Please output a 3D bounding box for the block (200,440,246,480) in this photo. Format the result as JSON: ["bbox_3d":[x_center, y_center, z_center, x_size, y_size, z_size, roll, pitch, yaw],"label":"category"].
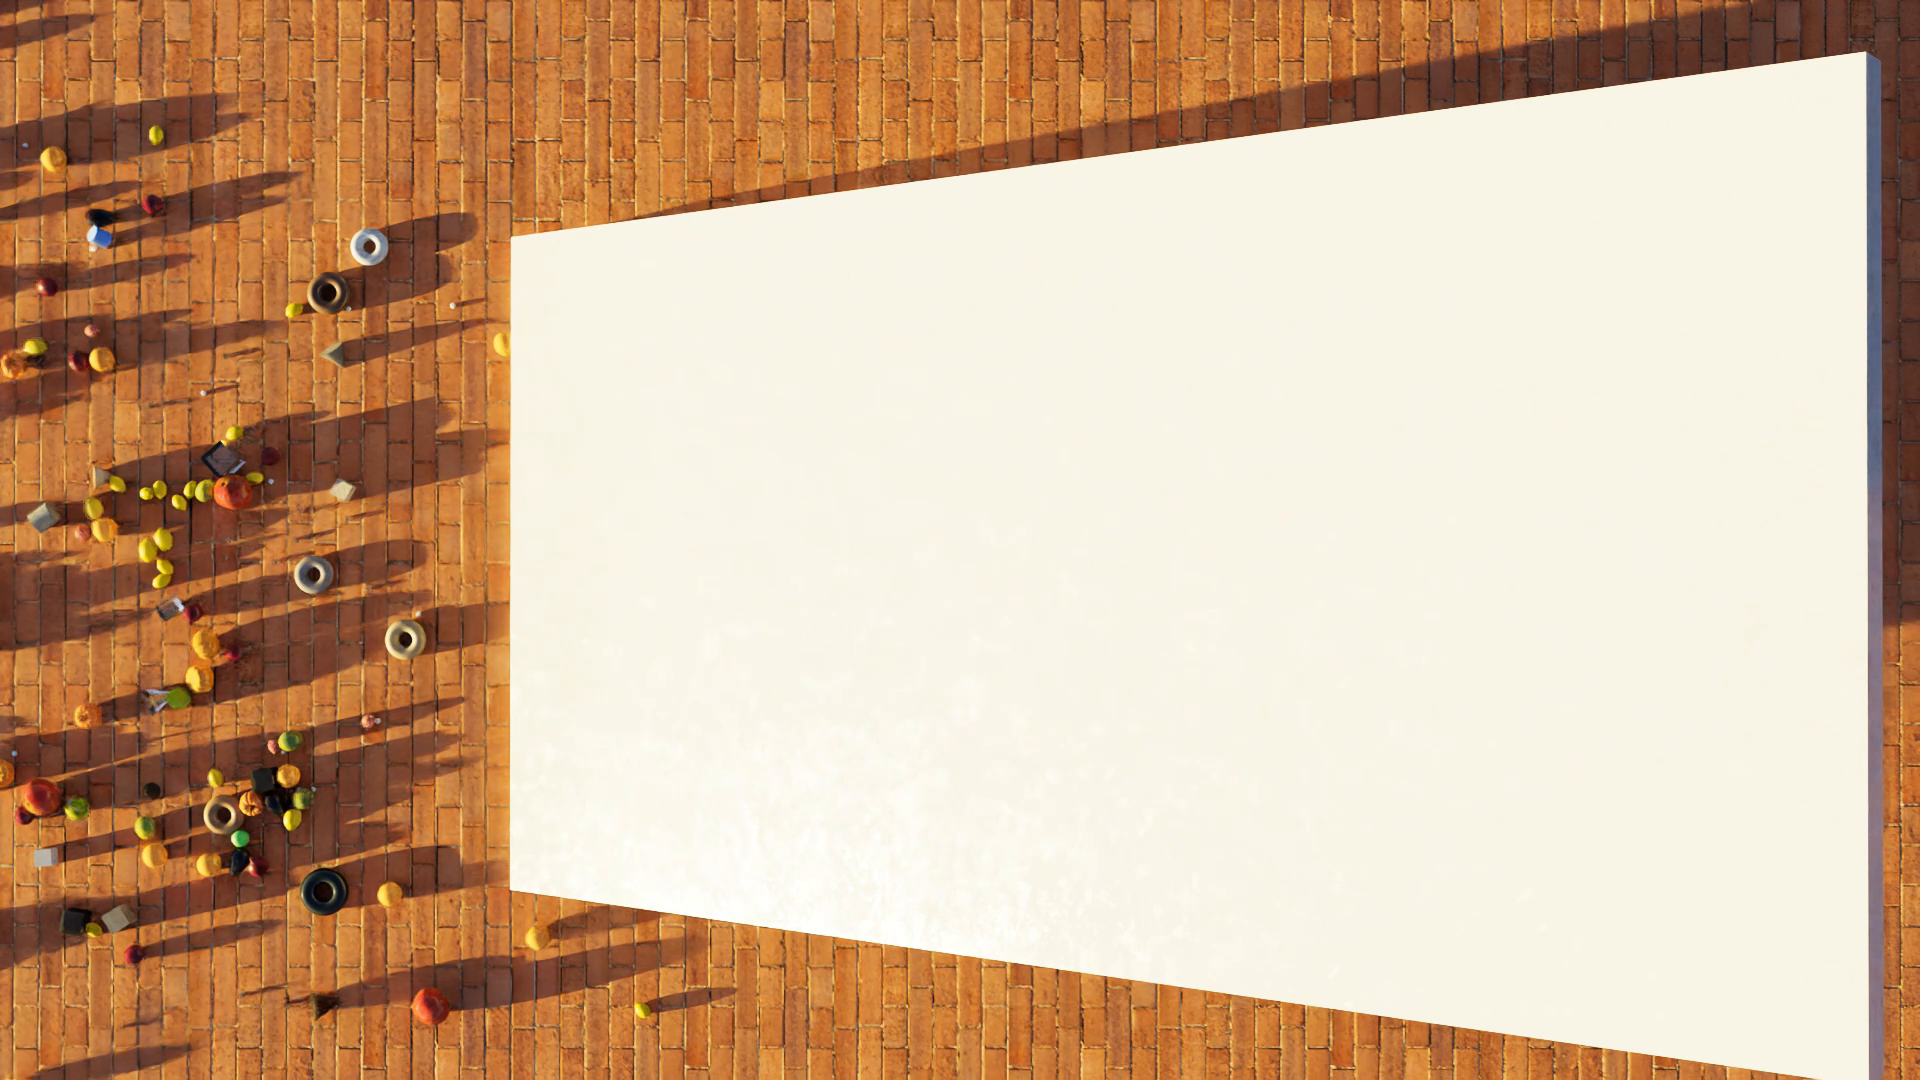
[{"bbox_3d":[-2.270,-0.247,6.780,0.083,0.083,0.083,-41,90,0],"label":"block"}]

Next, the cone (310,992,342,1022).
[{"bbox_3d":[-1.953,1.433,6.790,0.090,0.090,0.090,-7,90,-27],"label":"cone"}]

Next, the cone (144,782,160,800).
[{"bbox_3d":[-2.504,0.778,6.788,0.054,0.054,0.054,0,90,0],"label":"cone"}]

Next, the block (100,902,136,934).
[{"bbox_3d":[-2.592,1.167,6.780,0.065,0.065,0.065,-31,90,0],"label":"block"}]

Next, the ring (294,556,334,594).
[{"bbox_3d":[-1.997,0.107,6.799,0.120,0.040,0.120,0,88,0],"label":"ring"}]

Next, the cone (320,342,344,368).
[{"bbox_3d":[-1.928,-0.561,6.807,0.074,0.074,0.074,-28,116,0],"label":"cone"}]

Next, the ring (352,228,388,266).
[{"bbox_3d":[-1.827,-0.907,6.807,0.116,0.039,0.116,0,91,-1],"label":"ring"}]

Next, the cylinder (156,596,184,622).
[{"bbox_3d":[-2.438,0.213,6.789,0.060,0.060,0.060,-30,90,0],"label":"cylinder"}]

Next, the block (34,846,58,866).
[{"bbox_3d":[-2.821,0.978,6.787,0.052,0.052,0.052,-4,90,0],"label":"block"}]

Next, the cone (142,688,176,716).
[{"bbox_3d":[-2.465,0.487,6.796,0.094,0.094,0.094,-22,90,-27],"label":"cone"}]

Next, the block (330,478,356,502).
[{"bbox_3d":[-1.906,-0.154,6.795,0.052,0.052,0.052,29,90,0],"label":"block"}]

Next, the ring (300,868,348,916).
[{"bbox_3d":[-1.962,1.086,6.788,0.149,0.050,0.149,0,89,-1],"label":"ring"}]

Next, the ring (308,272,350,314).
[{"bbox_3d":[-1.952,-0.763,6.803,0.135,0.045,0.135,0,89,-1],"label":"ring"}]

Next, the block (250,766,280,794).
[{"bbox_3d":[-2.143,0.739,6.782,0.066,0.066,0.066,-9,90,0],"label":"block"}]

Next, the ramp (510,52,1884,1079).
[{"bbox_3d":[0.220,0.063,5.536,4.000,0.100,2.000,0,90,38],"label":"ramp"}]

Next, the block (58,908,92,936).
[{"bbox_3d":[-2.727,1.177,6.779,0.067,0.067,0.067,10,90,0],"label":"block"}]

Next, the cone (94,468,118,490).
[{"bbox_3d":[-2.641,-0.192,6.805,0.072,0.072,0.072,-2,90,-27],"label":"cone"}]

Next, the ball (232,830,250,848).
[{"bbox_3d":[-2.219,0.921,6.787,0.054,0.054,0.054,0,90,0],"label":"ball"}]

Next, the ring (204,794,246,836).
[{"bbox_3d":[-2.272,0.849,6.794,0.127,0.042,0.127,0,90,-1],"label":"ring"}]

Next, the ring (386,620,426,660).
[{"bbox_3d":[-1.713,0.308,6.797,0.126,0.042,0.126,0,90,1],"label":"ring"}]

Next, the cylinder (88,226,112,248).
[{"bbox_3d":[-2.657,-0.935,6.789,0.052,0.052,0.052,-16,62,33],"label":"cylinder"}]
